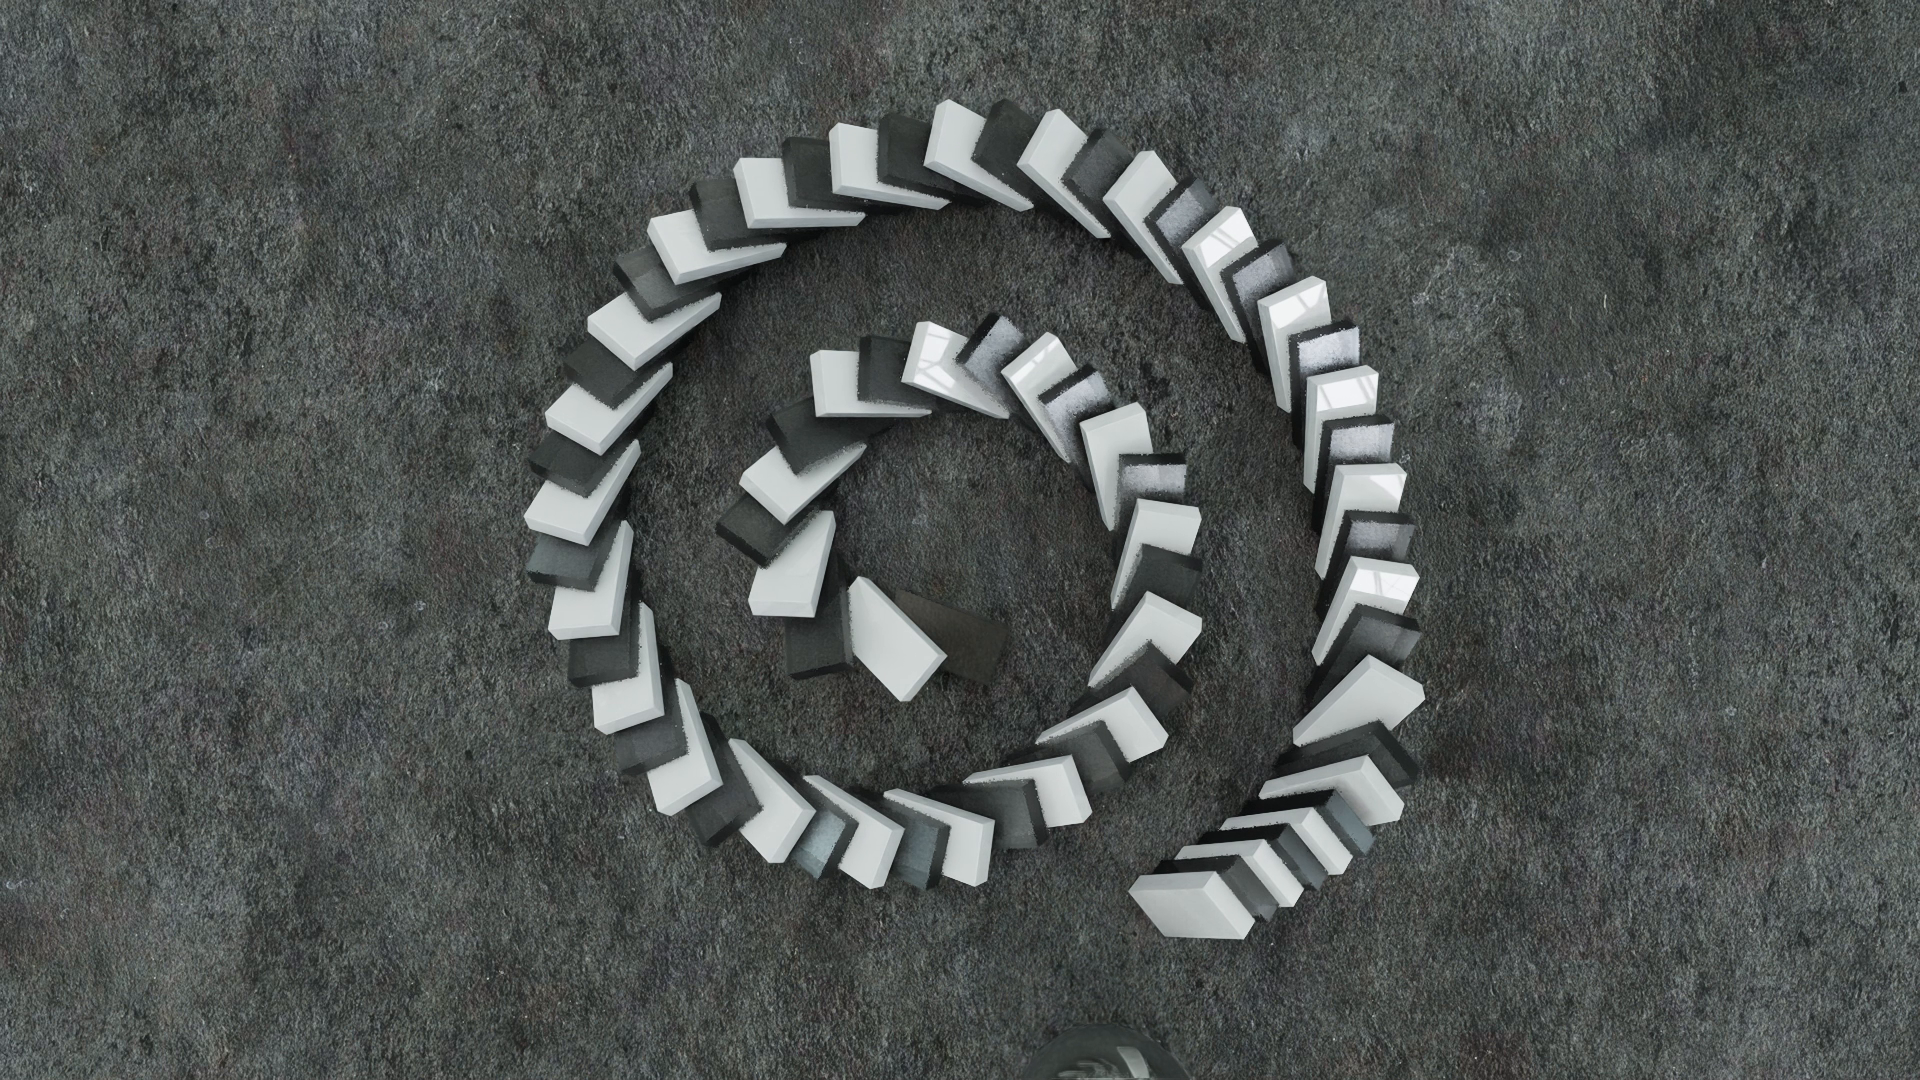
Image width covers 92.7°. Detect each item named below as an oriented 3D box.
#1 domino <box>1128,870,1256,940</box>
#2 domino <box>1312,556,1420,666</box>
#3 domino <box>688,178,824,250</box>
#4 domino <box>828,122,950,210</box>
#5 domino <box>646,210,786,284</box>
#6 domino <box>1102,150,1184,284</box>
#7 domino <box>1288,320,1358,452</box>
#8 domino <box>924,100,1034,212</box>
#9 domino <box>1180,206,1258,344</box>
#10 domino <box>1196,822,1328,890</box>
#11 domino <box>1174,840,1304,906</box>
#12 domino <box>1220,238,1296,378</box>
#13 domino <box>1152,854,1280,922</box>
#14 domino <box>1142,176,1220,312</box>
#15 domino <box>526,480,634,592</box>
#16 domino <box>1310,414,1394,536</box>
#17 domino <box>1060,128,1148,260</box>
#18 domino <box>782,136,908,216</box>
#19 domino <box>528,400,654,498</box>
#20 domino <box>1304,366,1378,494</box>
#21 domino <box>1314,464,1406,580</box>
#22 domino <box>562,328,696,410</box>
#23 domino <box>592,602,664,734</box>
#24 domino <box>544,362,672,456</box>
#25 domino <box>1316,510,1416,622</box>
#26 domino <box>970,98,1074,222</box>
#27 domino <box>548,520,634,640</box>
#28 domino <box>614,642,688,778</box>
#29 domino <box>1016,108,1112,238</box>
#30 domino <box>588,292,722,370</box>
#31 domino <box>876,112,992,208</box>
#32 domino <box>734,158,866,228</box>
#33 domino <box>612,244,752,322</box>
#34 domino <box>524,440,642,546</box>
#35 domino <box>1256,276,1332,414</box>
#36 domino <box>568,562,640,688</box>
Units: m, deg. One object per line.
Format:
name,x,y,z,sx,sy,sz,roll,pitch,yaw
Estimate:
domino,0.094,0.150,0.376,0.009,0.050,0.025,-39,90,-33
domino,0.169,0.032,0.383,0.025,0.009,0.050,8,121,0
domino,-0.084,-0.137,0.383,0.050,0.010,0.025,-18,89,-32
domino,-0.029,-0.155,0.383,0.050,0.009,0.025,-4,90,-31
domino,-0.101,-0.126,0.383,0.050,0.009,0.025,-28,89,-32
domino,0.084,-0.134,0.383,0.050,0.009,0.025,39,90,-31
domino,0.152,-0.064,0.383,0.025,0.010,0.050,-16,121,-1
domino,0.011,-0.160,0.383,0.050,0.010,0.025,13,90,-32
domino,0.115,-0.110,0.383,0.025,0.009,0.050,-41,121,0
domino,0.122,0.131,0.376,0.010,0.050,0.025,-39,90,-33
domino,0.113,0.137,0.376,0.009,0.050,0.025,-39,90,-33
domino,0.129,-0.096,0.383,0.025,0.009,0.050,-34,121,0
domino,0.103,0.144,0.376,0.010,0.050,0.025,-39,90,-33
domino,0.100,-0.123,0.383,0.025,0.010,0.050,-46,121,0
domino,-0.158,-0.004,0.383,0.025,0.009,0.050,9,58,0
domino,0.163,-0.026,0.383,0.025,0.009,0.050,-7,121,0
domino,0.067,-0.144,0.383,0.050,0.009,0.025,34,90,-31
domino,-0.048,-0.151,0.383,0.050,0.009,0.025,-7,90,-31
domino,-0.153,-0.044,0.383,0.025,0.010,0.050,26,58,0
domino,0.158,-0.046,0.383,0.025,0.009,0.050,-12,121,-1
domino,0.167,-0.007,0.383,0.025,0.010,0.050,-2,121,0
domino,-0.137,-0.079,0.383,0.025,0.010,0.050,37,59,0
domino,-0.140,0.053,0.383,0.025,0.010,0.050,-19,58,0
domino,-0.146,-0.061,0.383,0.025,0.009,0.050,29,58,0
domino,0.168,0.012,0.383,0.025,0.010,0.050,3,121,0
domino,0.031,-0.158,0.383,0.050,0.010,0.025,23,90,-32
domino,-0.153,0.016,0.383,0.025,0.010,0.050,-5,58,0
domino,-0.131,0.070,0.383,0.025,0.009,0.050,-23,58,0
domino,0.050,-0.152,0.383,0.050,0.009,0.025,30,89,-32
domino,-0.127,-0.095,0.383,0.025,0.010,0.050,41,58,0
domino,-0.010,-0.158,0.383,0.050,0.010,0.025,2,90,-31
domino,-0.066,-0.145,0.383,0.050,0.010,0.025,-14,89,-31
domino,-0.115,-0.113,0.383,0.050,0.009,0.025,-36,90,-32
domino,-0.157,-0.024,0.383,0.025,0.010,0.050,17,58,0
domino,0.142,-0.081,0.383,0.025,0.010,0.050,-25,122,0
domino,-0.148,0.035,0.383,0.025,0.009,0.050,-11,58,0
